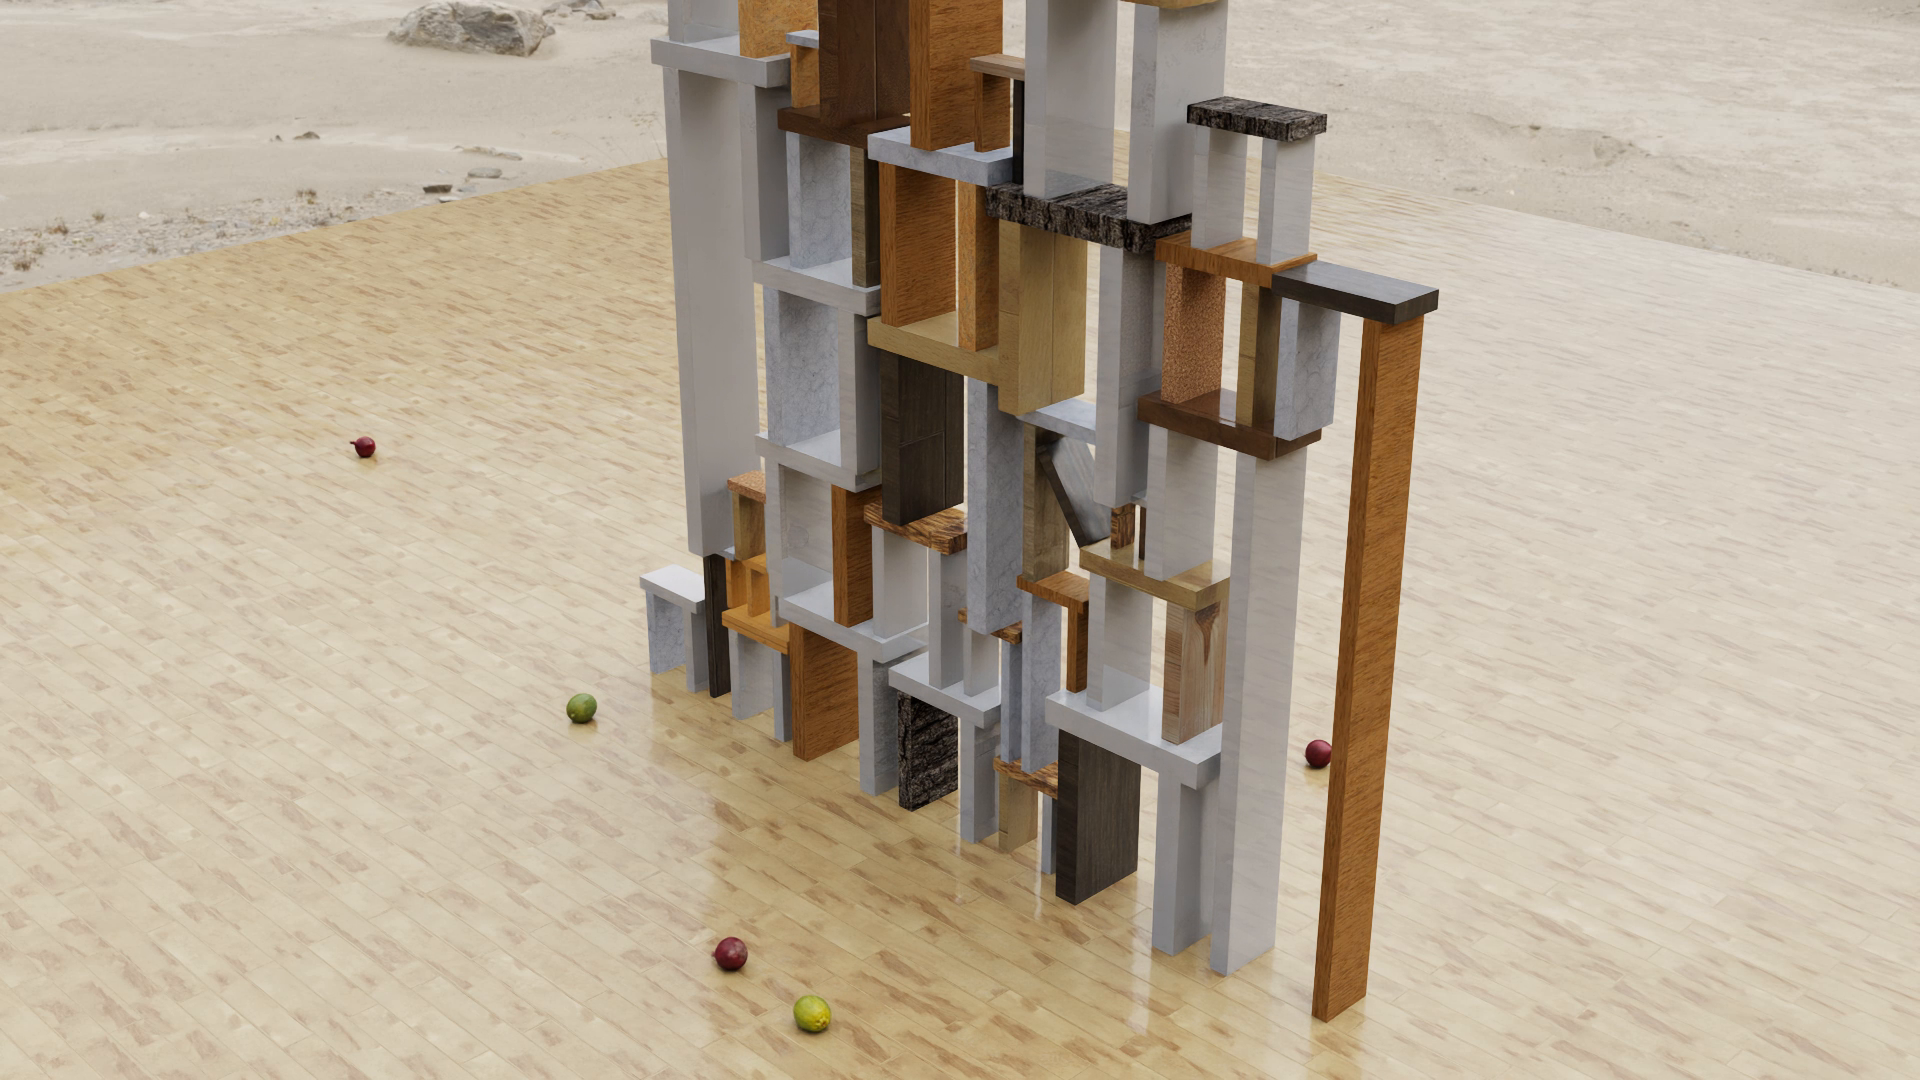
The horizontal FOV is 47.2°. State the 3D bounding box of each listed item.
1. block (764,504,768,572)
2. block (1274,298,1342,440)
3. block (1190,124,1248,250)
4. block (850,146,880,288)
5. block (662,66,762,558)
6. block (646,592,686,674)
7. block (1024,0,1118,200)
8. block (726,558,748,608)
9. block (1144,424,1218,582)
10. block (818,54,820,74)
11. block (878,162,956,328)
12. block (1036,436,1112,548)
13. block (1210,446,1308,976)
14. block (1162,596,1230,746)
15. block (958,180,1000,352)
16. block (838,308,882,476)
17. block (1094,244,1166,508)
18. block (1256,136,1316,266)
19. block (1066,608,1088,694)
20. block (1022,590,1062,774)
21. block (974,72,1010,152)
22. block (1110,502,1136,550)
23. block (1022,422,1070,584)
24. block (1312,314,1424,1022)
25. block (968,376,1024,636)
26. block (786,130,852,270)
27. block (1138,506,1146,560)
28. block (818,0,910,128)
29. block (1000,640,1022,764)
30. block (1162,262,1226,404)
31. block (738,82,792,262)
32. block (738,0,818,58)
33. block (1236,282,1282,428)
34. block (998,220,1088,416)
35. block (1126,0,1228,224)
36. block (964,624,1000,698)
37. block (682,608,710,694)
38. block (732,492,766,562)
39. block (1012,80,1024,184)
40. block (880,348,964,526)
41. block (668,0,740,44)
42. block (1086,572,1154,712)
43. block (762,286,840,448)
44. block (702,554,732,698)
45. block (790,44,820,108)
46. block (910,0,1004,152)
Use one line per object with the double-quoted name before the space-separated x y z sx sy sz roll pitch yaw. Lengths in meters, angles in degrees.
"block" -0.372 -0.012 4.619 0.022 0.156 0.078 21 31 41
"block" 0.554 -0.284 3.496 0.115 0.230 0.033 -21 31 -41
"block" 0.417 -0.574 3.529 0.028 0.198 0.099 21 31 40
"block" -0.143 -0.616 4.121 0.037 0.264 0.132 21 31 41
"block" -0.507 -0.471 4.570 0.049 1.040 0.172 21 31 40
"block" -0.666 0.197 5.038 0.029 0.203 0.101 21 31 41
"block" 0.186 -0.762 3.702 0.049 0.346 0.173 21 31 40
"block" -0.480 0.086 4.780 0.017 0.117 0.058 21 31 41
"block" 0.381 -0.081 3.770 0.039 0.278 0.139 21 31 41
"block" -0.235 -0.861 4.111 0.017 0.120 0.060 21 31 40
"block" -0.077 -0.559 4.064 0.152 0.304 0.043 -21 31 -40
"block" 0.216 -0.091 3.957 0.098 0.195 0.028 -21 -4 -41
"block" 0.511 0.298 3.789 0.039 0.991 0.139 21 31 41
"block" 0.416 0.215 3.866 0.038 0.266 0.133 21 31 41
"block" 0.066 -0.503 3.931 0.152 0.304 0.043 -21 31 -40
"block" -0.158 -0.305 4.261 0.046 0.327 0.163 21 31 41
"block" 0.310 -0.295 3.755 0.049 0.457 0.174 21 31 40
"block" 0.510 -0.537 3.444 0.028 0.198 0.099 21 31 40
"block" 0.234 0.192 4.049 0.023 0.166 0.083 21 31 41
"block" 0.154 0.259 4.164 0.023 0.378 0.083 21 31 41
"block" 0.057 -0.753 3.841 0.020 0.140 0.070 21 31 41
"block" 0.289 -0.037 3.895 0.014 0.099 0.049 21 31 40
"block" 0.159 -0.081 4.023 0.028 0.310 0.098 21 31 41
"block" 0.662 0.233 3.597 0.033 1.261 0.115 21 31 41
"block" 0.092 -0.082 4.093 0.173 0.500 0.049 -21 31 -40
"block" -0.268 -0.665 4.236 0.132 0.264 0.037 -20 31 -39
"block" 0.336 -0.019 3.853 0.014 0.099 0.050 21 31 41
"block" -0.174 -0.948 4.010 0.051 0.360 0.180 21 31 40
"block" 0.113 0.299 4.223 0.076 0.259 0.022 -21 31 -41
"block" 0.390 -0.356 3.657 0.034 0.237 0.118 21 31 40
"block" -0.344 -0.730 4.286 0.049 0.344 0.172 21 31 40
"block" -0.345 -1.080 4.139 0.045 0.319 0.159 21 31 40
"block" 0.501 -0.312 3.555 0.118 0.237 0.034 -21 31 -41
"block" 0.147 -0.409 3.883 0.174 0.347 0.049 -21 31 -40
"block" 0.351 -0.698 3.551 0.049 0.346 0.173 22 31 40
"block" 0.041 0.222 4.268 0.076 0.152 0.022 -21 31 -41
"block" -0.570 0.234 4.950 0.029 0.203 0.101 21 31 41
"block" -0.445 -0.040 4.687 0.078 0.156 0.022 -21 31 -41
"block" 0.122 -0.707 3.785 0.070 0.180 0.020 -21 30 -40
"block" -0.071 -0.216 4.213 0.049 0.346 0.173 21 31 41
"block" -0.497 -1.138 4.276 0.045 0.319 0.159 21 31 40
"block" 0.290 0.166 3.982 0.038 0.266 0.133 21 31 41
"block" -0.312 -0.365 4.403 0.046 0.327 0.163 21 31 41
"block" -0.535 0.177 4.878 0.017 0.363 0.059 21 31 40
"block" -0.292 -0.883 4.163 0.017 0.120 0.060 21 31 41
"block" -0.006 -0.880 3.854 0.180 0.364 0.051 -21 31 -40
